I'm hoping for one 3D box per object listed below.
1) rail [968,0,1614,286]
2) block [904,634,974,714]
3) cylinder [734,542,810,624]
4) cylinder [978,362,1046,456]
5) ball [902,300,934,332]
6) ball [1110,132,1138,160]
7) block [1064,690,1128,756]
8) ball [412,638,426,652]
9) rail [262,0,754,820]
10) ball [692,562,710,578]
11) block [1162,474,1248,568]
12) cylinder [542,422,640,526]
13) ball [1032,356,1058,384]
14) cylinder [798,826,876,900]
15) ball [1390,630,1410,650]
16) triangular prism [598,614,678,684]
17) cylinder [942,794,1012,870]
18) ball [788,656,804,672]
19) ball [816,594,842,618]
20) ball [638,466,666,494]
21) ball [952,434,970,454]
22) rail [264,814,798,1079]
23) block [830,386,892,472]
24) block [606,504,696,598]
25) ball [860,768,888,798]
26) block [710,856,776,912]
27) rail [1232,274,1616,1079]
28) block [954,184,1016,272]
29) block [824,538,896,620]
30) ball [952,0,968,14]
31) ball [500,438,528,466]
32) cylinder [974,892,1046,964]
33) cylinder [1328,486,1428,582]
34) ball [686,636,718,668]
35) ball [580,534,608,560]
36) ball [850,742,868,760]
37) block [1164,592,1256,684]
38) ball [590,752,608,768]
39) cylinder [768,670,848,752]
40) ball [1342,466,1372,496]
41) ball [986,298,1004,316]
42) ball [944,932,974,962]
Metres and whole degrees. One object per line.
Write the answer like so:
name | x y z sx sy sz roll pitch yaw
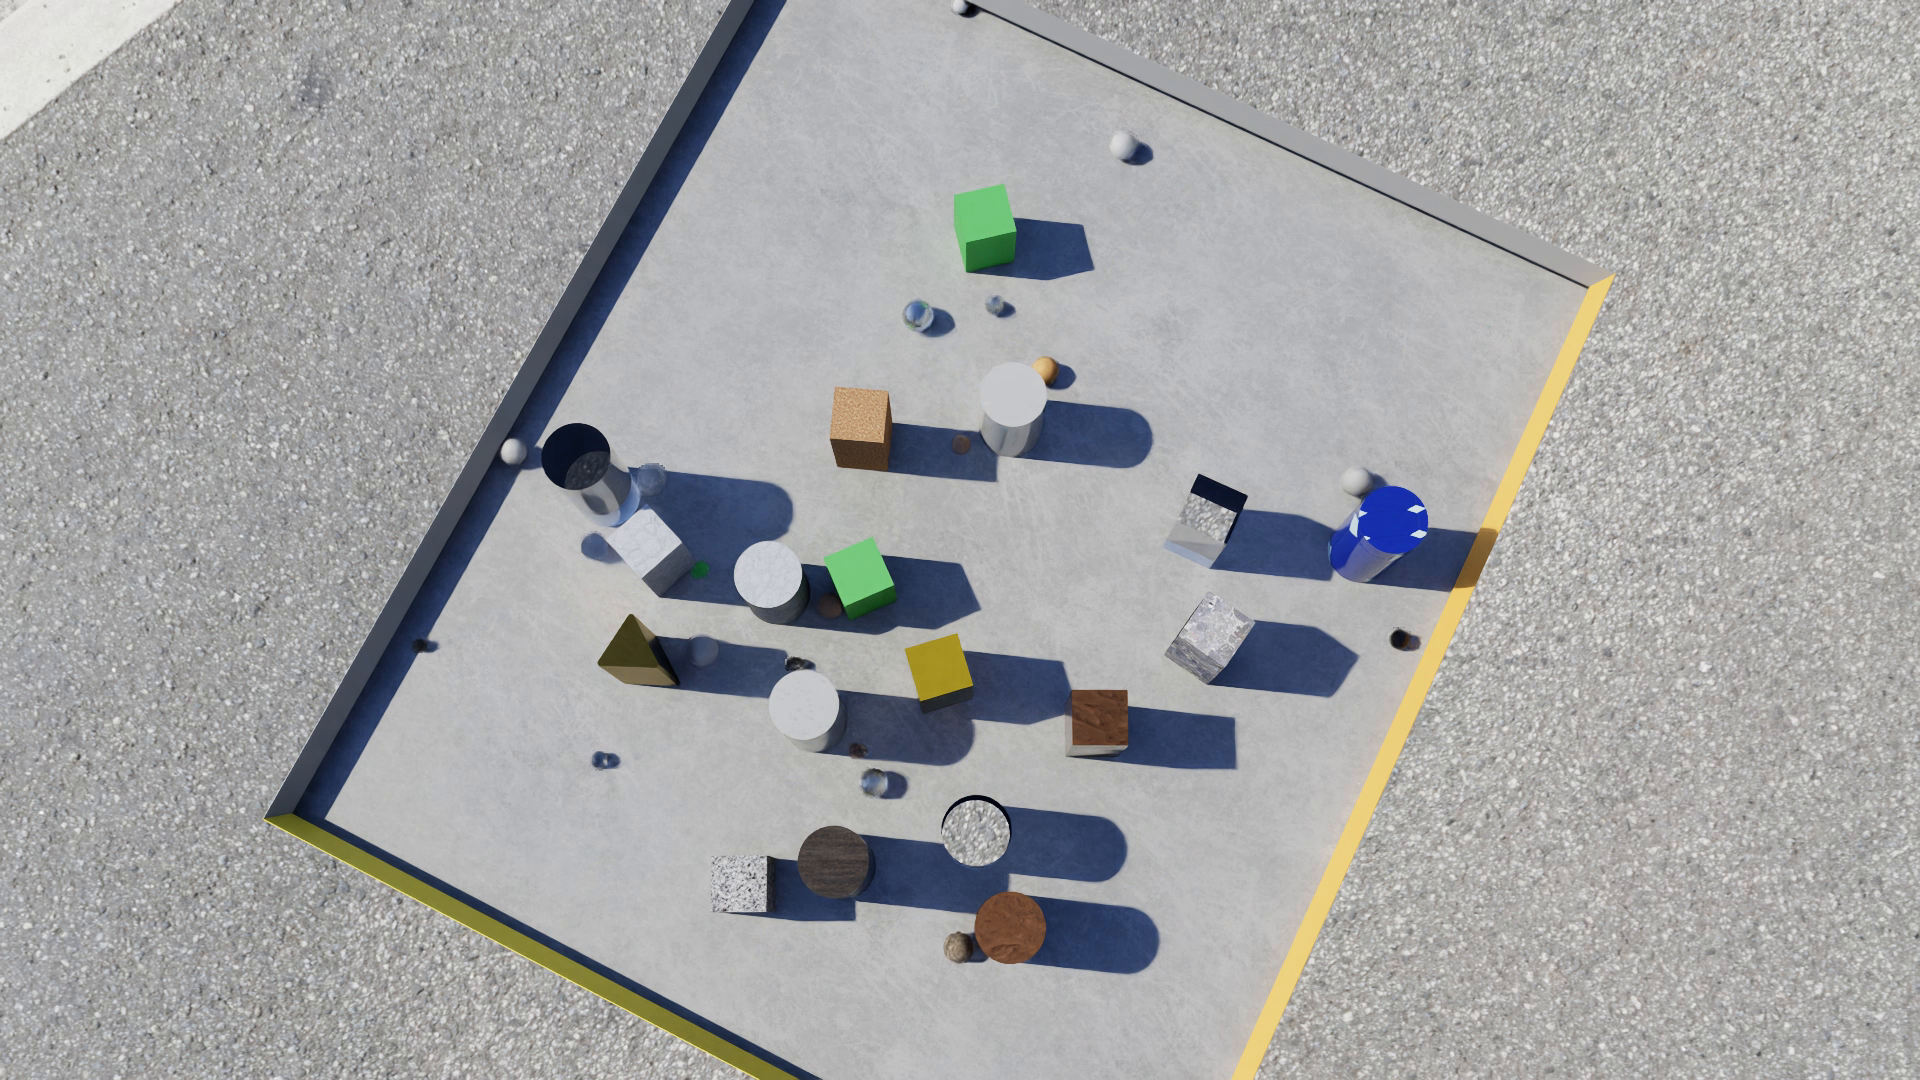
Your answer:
rail | 0.728 -1.419 5.844 2.877 0.127 0.045 26 80 5
block | -0.060 0.394 5.368 0.157 0.328 0.157 -17 79 -3
cylinder | -0.554 0.130 5.434 0.196 0.305 0.196 0 78 0
cylinder | 0.156 -0.388 5.515 0.196 0.357 0.196 0 78 0
ball | -0.132 -0.699 5.711 0.098 0.098 0.098 0 78 0
ball | 0.520 -1.253 5.832 0.086 0.086 0.086 0 78 0
block | 0.393 0.535 5.318 0.157 0.368 0.157 0 78 0
ball | -1.631 0.317 5.530 0.041 0.041 0.041 0 78 0
rail | -1.266 -0.613 5.677 0.045 0.127 3.303 26 80 5
ball | -0.787 0.090 5.572 0.051 0.051 0.051 0 78 0
block | 0.724 -0.052 5.435 0.157 0.377 0.157 25 79 5
cylinder | -1.083 -0.186 5.405 0.196 0.490 0.196 0 78 0
ball | 0.263 -0.525 5.681 0.086 0.086 0.086 0 78 0
cylinder | -0.347 0.922 5.217 0.196 0.409 0.196 0 78 0
ball | 1.325 0.300 5.523 0.061 0.061 0.061 0 78 0
triangular prism | -0.929 0.320 5.345 0.170 0.403 0.147 2 78 0
cylinder | 0.046 0.841 5.257 0.196 0.364 0.196 0 78 0
ball | -0.493 0.377 5.513 0.051 0.051 0.051 0 78 0
ball | -0.394 0.200 5.536 0.077 0.077 0.077 0 78 0
ball | -0.943 -0.183 5.609 0.089 0.089 0.089 0 78 0
ball | 0.002 -0.295 5.648 0.058 0.058 0.058 0 78 0
rail | -0.728 1.433 5.254 2.877 0.127 0.045 26 80 5
block | -0.294 -0.330 5.508 0.157 0.347 0.157 5 78 1
block | -0.913 0.035 5.448 0.157 0.316 0.157 -42 81 -8
ball | -0.255 0.719 5.424 0.086 0.086 0.086 0 78 0
block | -0.624 0.994 5.285 0.157 0.246 0.157 -1 78 0
rail | 1.266 0.626 5.421 0.045 0.127 3.303 26 80 5
block | 0.076 -0.964 5.682 0.157 0.263 0.157 -13 79 -3
block | -0.295 0.118 5.456 0.157 0.266 0.157 -23 79 -5
ball | 0.002 -1.734 5.949 0.052 0.052 0.052 0 78 0
ball | -1.373 -0.270 5.630 0.082 0.082 0.082 0 78 0
cylinder | 0.138 1.100 5.205 0.196 0.361 0.196 0 78 0
cylinder | 1.223 -0.011 5.389 0.196 0.451 0.196 0 78 0
ball | -0.772 0.334 5.499 0.096 0.096 0.096 0 78 0
ball | -1.111 0.022 5.570 0.082 0.082 0.082 0 78 0
ball | -0.301 0.628 5.462 0.049 0.049 0.049 0 78 0
block | 0.725 0.290 5.358 0.157 0.388 0.157 35 80 7
ball | -1.073 0.654 5.455 0.052 0.052 0.052 0 78 0
cylinder | -0.436 0.500 5.311 0.196 0.395 0.196 0 78 0
ball | 1.214 -0.179 5.606 0.094 0.094 0.094 0 78 0
ball | 0.109 -0.732 5.740 0.056 0.056 0.056 0 78 0
ball | -0.005 1.184 5.327 0.088 0.088 0.088 0 78 0
